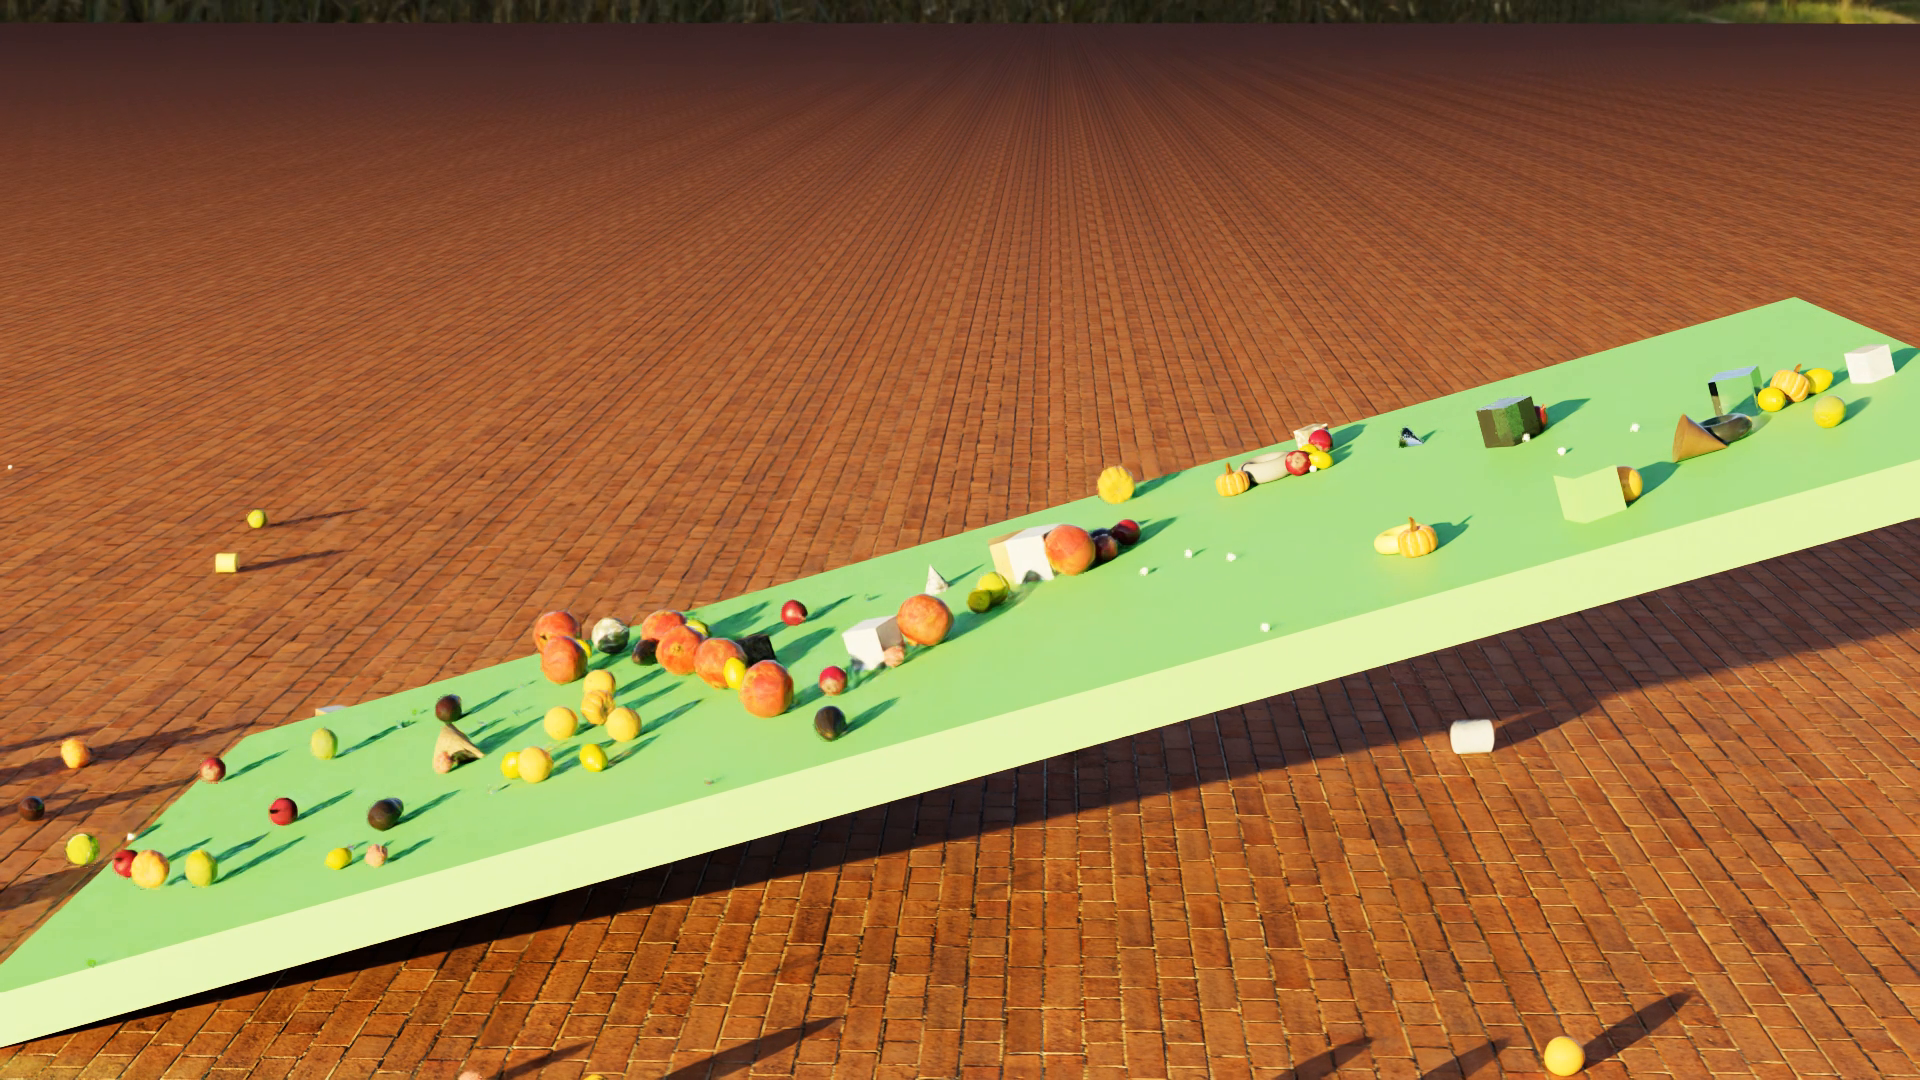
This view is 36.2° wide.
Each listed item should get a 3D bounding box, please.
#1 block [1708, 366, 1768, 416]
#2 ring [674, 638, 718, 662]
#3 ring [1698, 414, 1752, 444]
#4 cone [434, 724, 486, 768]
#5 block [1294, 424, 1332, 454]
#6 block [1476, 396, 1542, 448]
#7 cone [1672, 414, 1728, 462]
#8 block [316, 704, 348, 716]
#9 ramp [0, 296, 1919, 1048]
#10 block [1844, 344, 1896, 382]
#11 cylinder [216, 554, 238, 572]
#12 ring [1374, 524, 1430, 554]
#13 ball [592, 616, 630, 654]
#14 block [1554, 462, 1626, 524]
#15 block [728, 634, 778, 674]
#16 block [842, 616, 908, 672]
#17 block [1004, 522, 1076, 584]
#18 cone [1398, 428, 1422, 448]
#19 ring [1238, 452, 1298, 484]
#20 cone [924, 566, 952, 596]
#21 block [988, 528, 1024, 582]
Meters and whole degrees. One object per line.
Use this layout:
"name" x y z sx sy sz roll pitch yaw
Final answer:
"block" 1.584 -0.298 5.988 0.085 0.085 0.085 -11 11 30
"ring" -0.604 0.250 6.730 0.102 0.034 0.102 -17 10 3
"ring" 1.499 -0.216 5.801 0.127 0.042 0.127 -17 8 3
"cone" -1.065 0.453 6.332 0.099 0.099 0.099 13 13 12
"block" 0.839 -0.240 6.985 0.058 0.058 0.058 -21 11 -24
"block" 1.194 -0.256 6.401 0.087 0.087 0.087 -23 12 -33
"cone" 1.450 -0.189 5.731 0.098 0.098 0.098 11 11 2
"block" -1.664 0.487 7.837 0.074 0.074 0.074 -9 14 -41
"ramp" 0.090 0.187 6.320 4.000 0.100 2.000 -16 10 5
"block" 1.843 -0.357 5.957 0.062 0.062 0.062 -20 10 -20
"cylinder" -2.497 0.080 10.023 0.062 0.062 0.062 0 11 0
"ring" 0.857 -0.003 5.698 0.110 0.037 0.110 -17 9 3
"ball" -0.840 0.230 7.069 0.090 0.090 0.090 0 11 0
"block" 1.178 -0.089 5.498 0.087 0.087 0.087 -19 10 -12
"block" -0.451 0.247 6.393 0.068 0.068 0.068 -22 11 -28
"block" -0.175 0.213 6.071 0.085 0.085 0.085 -10 12 34
"block" 0.177 0.029 6.467 0.099 0.099 0.099 -9 12 36
"cone" 1.032 -0.225 6.689 0.050 0.050 0.050 20 19 27
"ring" 0.715 -0.168 6.821 0.146 0.049 0.146 -15 10 3
"cone" -0.059 0.085 6.659 0.063 0.063 0.063 -16 10 3
"block" 0.117 0.035 6.571 0.087 0.087 0.087 -17 10 0
